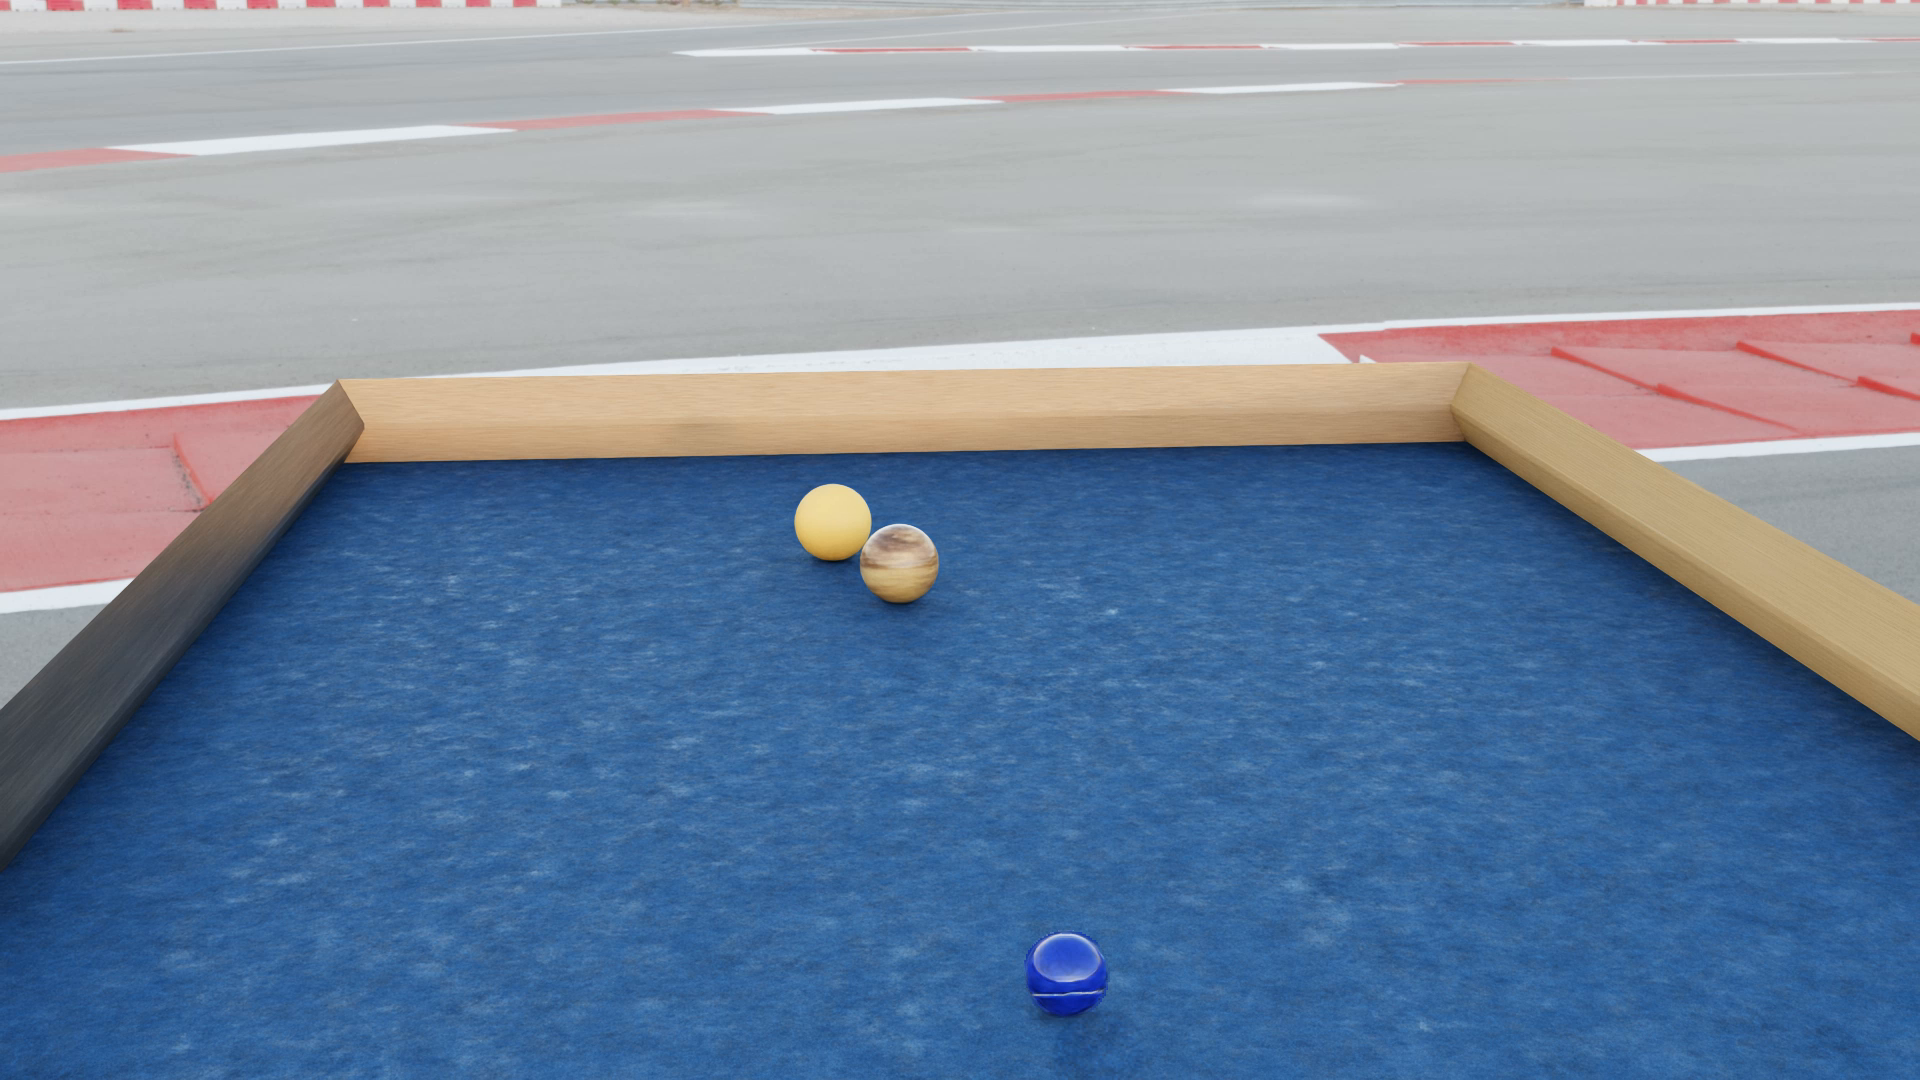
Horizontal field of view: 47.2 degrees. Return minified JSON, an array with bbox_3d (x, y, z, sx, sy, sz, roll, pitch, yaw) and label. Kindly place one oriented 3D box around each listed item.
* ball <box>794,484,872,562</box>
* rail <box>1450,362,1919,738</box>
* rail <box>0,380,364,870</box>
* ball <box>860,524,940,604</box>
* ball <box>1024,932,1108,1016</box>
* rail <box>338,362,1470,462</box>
[{"bbox_3d":[-0.164,-0.023,2.835,0.099,0.099,0.099,0,15,0],"label":"ball"},{"bbox_3d":[0.934,0.152,2.098,0.045,0.129,3.008,-1,15,-5],"label":"rail"},{"bbox_3d":[-0.799,0.191,1.946,0.045,0.129,3.008,-1,15,-5],"label":"rail"},{"bbox_3d":[-0.073,0.028,2.645,0.096,0.096,0.096,0,15,0],"label":"ball"},{"bbox_3d":[0.077,0.317,1.604,0.060,0.060,0.060,0,15,0],"label":"ball"},{"bbox_3d":[-0.065,-0.198,3.449,1.788,0.129,0.045,-1,15,-5],"label":"rail"}]
